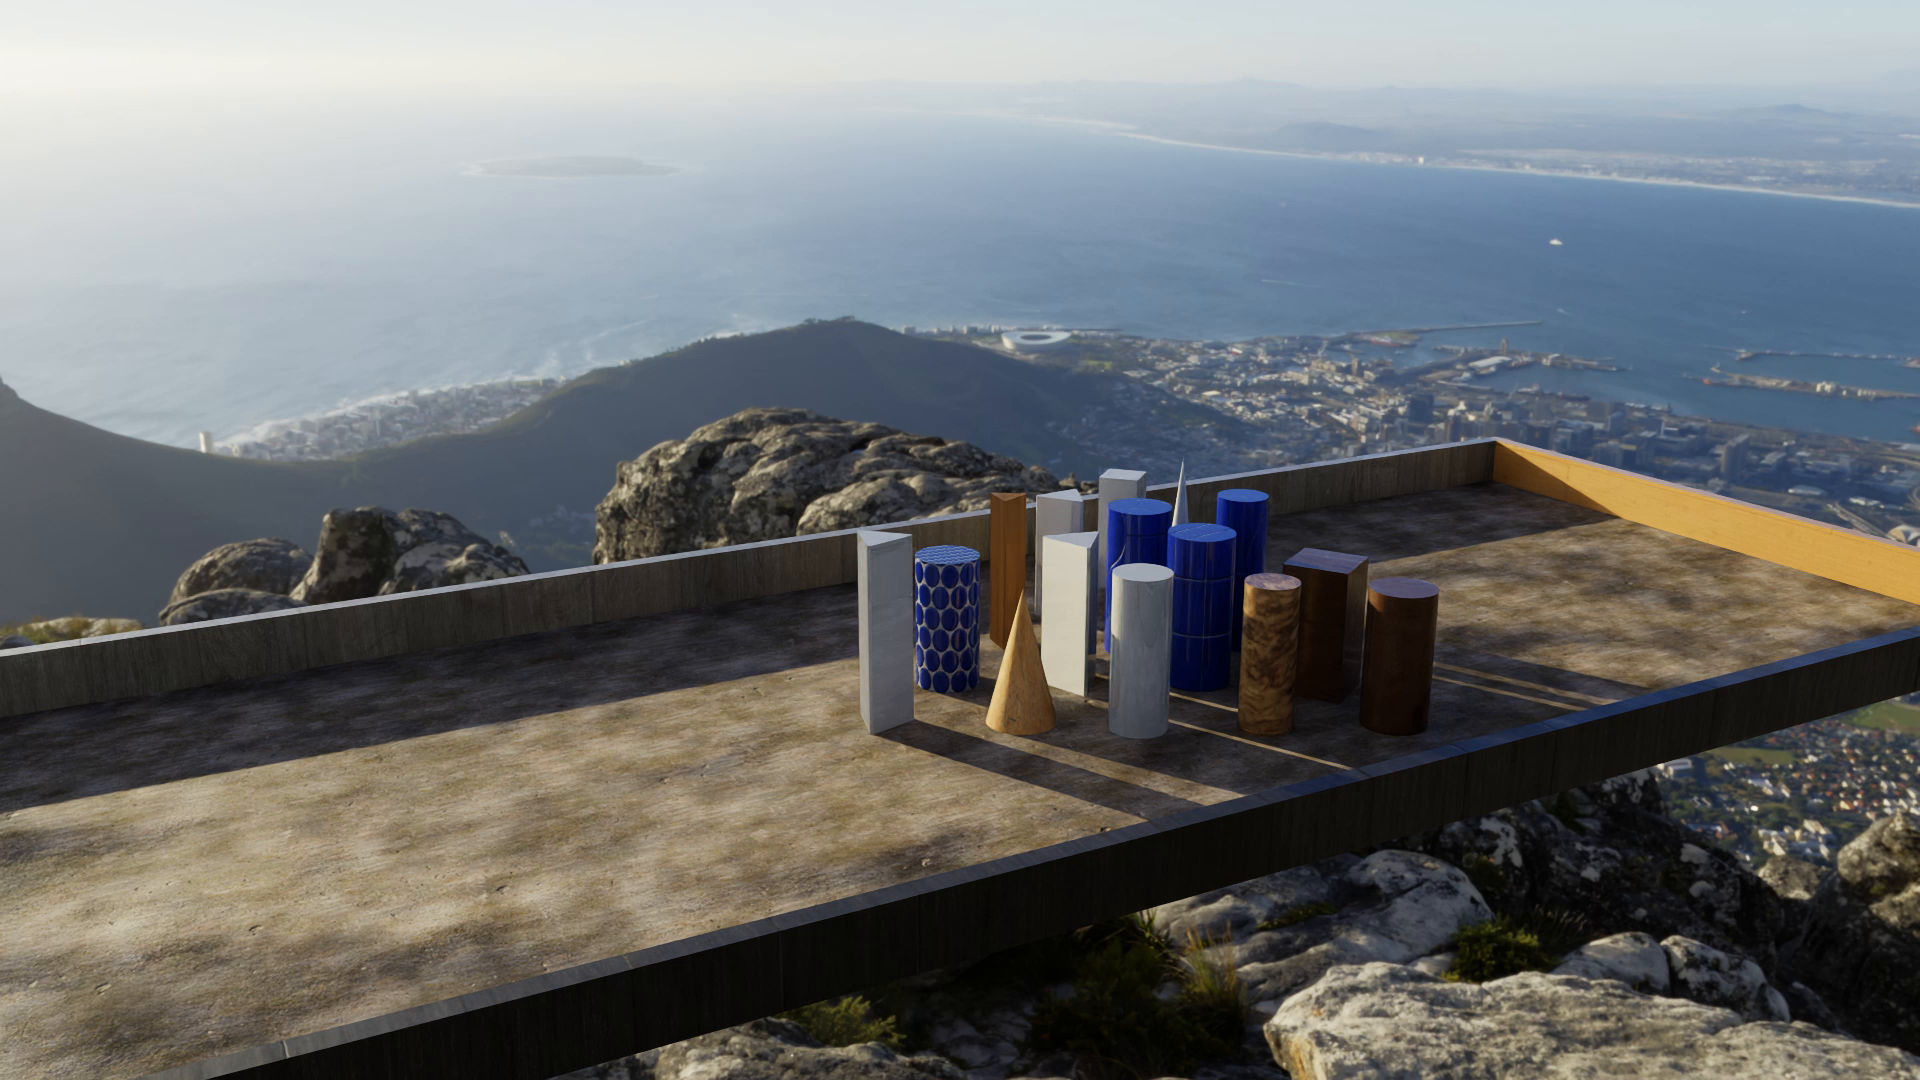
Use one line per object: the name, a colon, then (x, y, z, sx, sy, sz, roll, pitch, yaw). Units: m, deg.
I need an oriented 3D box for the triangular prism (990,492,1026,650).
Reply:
triangular prism: (0.113, 0.078, 4.368, 0.080, 0.407, 0.093, 12, 20, 36)

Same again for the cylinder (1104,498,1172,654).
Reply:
cylinder: (0.466, 0.100, 4.322, 0.167, 0.390, 0.167, 0, 16, 0)

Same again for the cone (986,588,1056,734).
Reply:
cone: (0.145, 0.269, 3.853, 0.169, 0.330, 0.169, 0, 16, 0)

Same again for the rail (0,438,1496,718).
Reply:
rail: (-3.305, 0.497, 3.399, 12.000, 0.150, 0.050, -9, 18, -27)

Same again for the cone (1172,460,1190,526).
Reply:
cone: (0.612, -0.011, 4.584, 0.109, 0.456, 0.109, 0, 16, 0)

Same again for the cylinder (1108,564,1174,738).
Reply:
cylinder: (0.417, 0.256, 3.810, 0.140, 0.380, 0.140, 0, 16, 0)

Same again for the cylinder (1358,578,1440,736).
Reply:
cylinder: (1.021, 0.270, 3.841, 0.158, 0.335, 0.158, 0, 16, 0)

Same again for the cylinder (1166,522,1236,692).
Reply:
cylinder: (0.594, 0.167, 4.100, 0.168, 0.388, 0.168, 0, 16, 0)

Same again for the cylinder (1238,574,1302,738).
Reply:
cylinder: (0.715, 0.266, 3.817, 0.128, 0.357, 0.128, 0, 16, 0)

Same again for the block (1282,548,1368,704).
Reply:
block: (0.891, 0.208, 4.058, 0.162, 0.331, 0.162, 9, 19, 29)

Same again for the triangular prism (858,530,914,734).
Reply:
triangular prism: (-0.196, 0.208, 3.841, 0.132, 0.455, 0.114, -15, 22, -41)

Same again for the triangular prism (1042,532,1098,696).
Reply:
triangular prism: (0.298, 0.174, 4.086, 0.144, 0.381, 0.125, 15, 22, 41)

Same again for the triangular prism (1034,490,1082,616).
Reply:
triangular prism: (0.297, 0.038, 4.611, 0.136, 0.346, 0.118, 8, 18, 25)

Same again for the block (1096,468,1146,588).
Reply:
block: (0.477, -0.031, 4.865, 0.114, 0.335, 0.114, 6, 17, 19)

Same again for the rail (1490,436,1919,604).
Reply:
rail: (2.466, -0.048, 5.253, 0.050, 0.150, 2.100, -9, 18, -27)

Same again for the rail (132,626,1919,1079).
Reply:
rail: (-2.336, 1.006, 1.665, 12.000, 0.150, 0.050, -9, 18, -27)

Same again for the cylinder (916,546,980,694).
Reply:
cylinder: (-0.031, 0.196, 4.098, 0.160, 0.333, 0.160, 0, 16, 0)

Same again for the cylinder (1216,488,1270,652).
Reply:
cylinder: (0.738, 0.080, 4.358, 0.133, 0.409, 0.133, 0, 16, 0)
